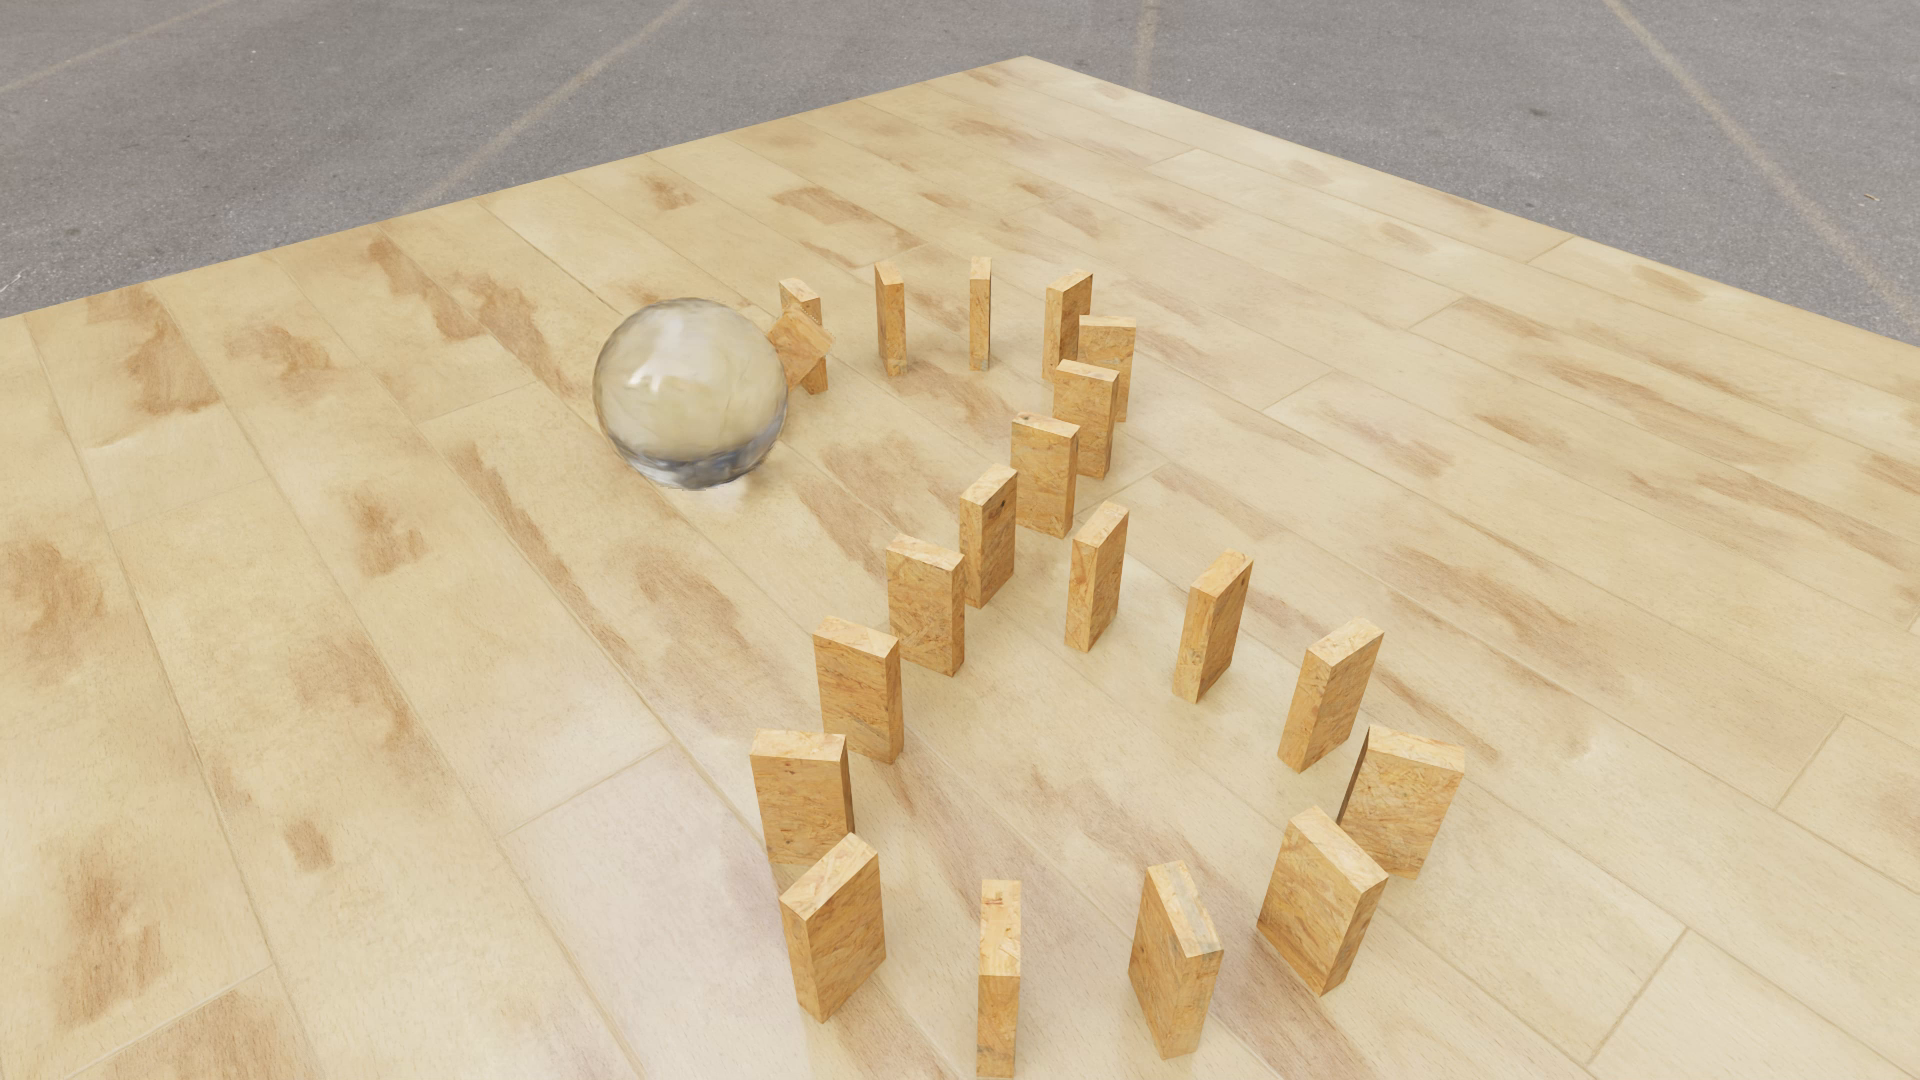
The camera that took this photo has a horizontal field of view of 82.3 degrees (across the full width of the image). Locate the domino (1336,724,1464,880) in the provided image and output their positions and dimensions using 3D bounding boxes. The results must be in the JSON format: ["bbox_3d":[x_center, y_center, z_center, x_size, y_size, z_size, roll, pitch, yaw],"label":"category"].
[{"bbox_3d":[0.125,0.076,0.318,0.025,0.050,0.009,13,41,15],"label":"domino"}]

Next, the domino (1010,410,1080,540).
[{"bbox_3d":[0.033,-0.026,0.443,0.025,0.050,0.010,19,43,21],"label":"domino"}]

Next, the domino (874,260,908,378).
[{"bbox_3d":[-0.034,-0.109,0.545,0.009,0.050,0.025,-9,40,-11],"label":"domino"}]

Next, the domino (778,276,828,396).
[{"bbox_3d":[-0.075,-0.098,0.532,0.009,0.050,0.025,-21,44,-24],"label":"domino"}]

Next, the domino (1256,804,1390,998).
[{"bbox_3d":[0.095,0.097,0.293,0.010,0.050,0.025,-21,44,-23],"label":"domino"}]

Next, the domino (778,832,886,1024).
[{"bbox_3d":[-0.032,0.102,0.287,0.009,0.050,0.025,28,47,30],"label":"domino"}]

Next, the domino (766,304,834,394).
[{"bbox_3d":[-0.084,-0.081,0.507,0.025,0.050,0.009,40,25,-15],"label":"domino"}]

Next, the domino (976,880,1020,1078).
[{"bbox_3d":[0.010,0.111,0.276,0.009,0.050,0.025,2,39,2],"label":"domino"}]

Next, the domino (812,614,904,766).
[{"bbox_3d":[-0.032,0.049,0.352,0.025,0.050,0.010,16,42,19],"label":"domino"}]

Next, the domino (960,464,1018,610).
[{"bbox_3d":[0.010,-0.001,0.413,0.009,0.050,0.025,22,44,25],"label":"domino"}]

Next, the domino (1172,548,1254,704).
[{"bbox_3d":[0.086,0.030,0.375,0.010,0.050,0.025,28,47,30],"label":"domino"}]

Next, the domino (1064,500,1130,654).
[{"bbox_3d":[0.049,0.014,0.395,0.010,0.050,0.025,21,44,24],"label":"domino"}]

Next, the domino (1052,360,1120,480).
[{"bbox_3d":[0.053,-0.051,0.474,0.025,0.050,0.009,16,42,18],"label":"domino"}]

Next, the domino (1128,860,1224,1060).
[{"bbox_3d":[0.054,0.108,0.280,0.009,0.050,0.025,-9,40,-11],"label":"domino"}]

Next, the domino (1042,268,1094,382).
[{"bbox_3d":[0.052,-0.104,0.539,0.009,0.050,0.025,28,47,29],"label":"domino"}]

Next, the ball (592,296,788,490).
[{"bbox_3d":[-0.113,-0.061,0.463,0.080,0.080,0.080,0,39,0],"label":"ball"}]

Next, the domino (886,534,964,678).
[{"bbox_3d":[-0.012,0.023,0.383,0.025,0.050,0.010,18,43,21],"label":"domino"}]

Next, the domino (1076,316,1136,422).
[{"bbox_3d":[0.066,-0.078,0.507,0.025,0.050,0.010,3,39,3],"label":"domino"}]

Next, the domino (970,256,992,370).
[{"bbox_3d":[0.010,-0.113,0.549,0.009,0.050,0.025,2,39,2],"label":"domino"}]

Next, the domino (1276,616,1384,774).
[{"bbox_3d":[0.118,0.050,0.351,0.025,0.050,0.009,-25,46,-27],"label":"domino"}]

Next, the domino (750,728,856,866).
[{"bbox_3d":[-0.045,0.076,0.319,0.025,0.050,0.009,3,39,4],"label":"domino"}]
